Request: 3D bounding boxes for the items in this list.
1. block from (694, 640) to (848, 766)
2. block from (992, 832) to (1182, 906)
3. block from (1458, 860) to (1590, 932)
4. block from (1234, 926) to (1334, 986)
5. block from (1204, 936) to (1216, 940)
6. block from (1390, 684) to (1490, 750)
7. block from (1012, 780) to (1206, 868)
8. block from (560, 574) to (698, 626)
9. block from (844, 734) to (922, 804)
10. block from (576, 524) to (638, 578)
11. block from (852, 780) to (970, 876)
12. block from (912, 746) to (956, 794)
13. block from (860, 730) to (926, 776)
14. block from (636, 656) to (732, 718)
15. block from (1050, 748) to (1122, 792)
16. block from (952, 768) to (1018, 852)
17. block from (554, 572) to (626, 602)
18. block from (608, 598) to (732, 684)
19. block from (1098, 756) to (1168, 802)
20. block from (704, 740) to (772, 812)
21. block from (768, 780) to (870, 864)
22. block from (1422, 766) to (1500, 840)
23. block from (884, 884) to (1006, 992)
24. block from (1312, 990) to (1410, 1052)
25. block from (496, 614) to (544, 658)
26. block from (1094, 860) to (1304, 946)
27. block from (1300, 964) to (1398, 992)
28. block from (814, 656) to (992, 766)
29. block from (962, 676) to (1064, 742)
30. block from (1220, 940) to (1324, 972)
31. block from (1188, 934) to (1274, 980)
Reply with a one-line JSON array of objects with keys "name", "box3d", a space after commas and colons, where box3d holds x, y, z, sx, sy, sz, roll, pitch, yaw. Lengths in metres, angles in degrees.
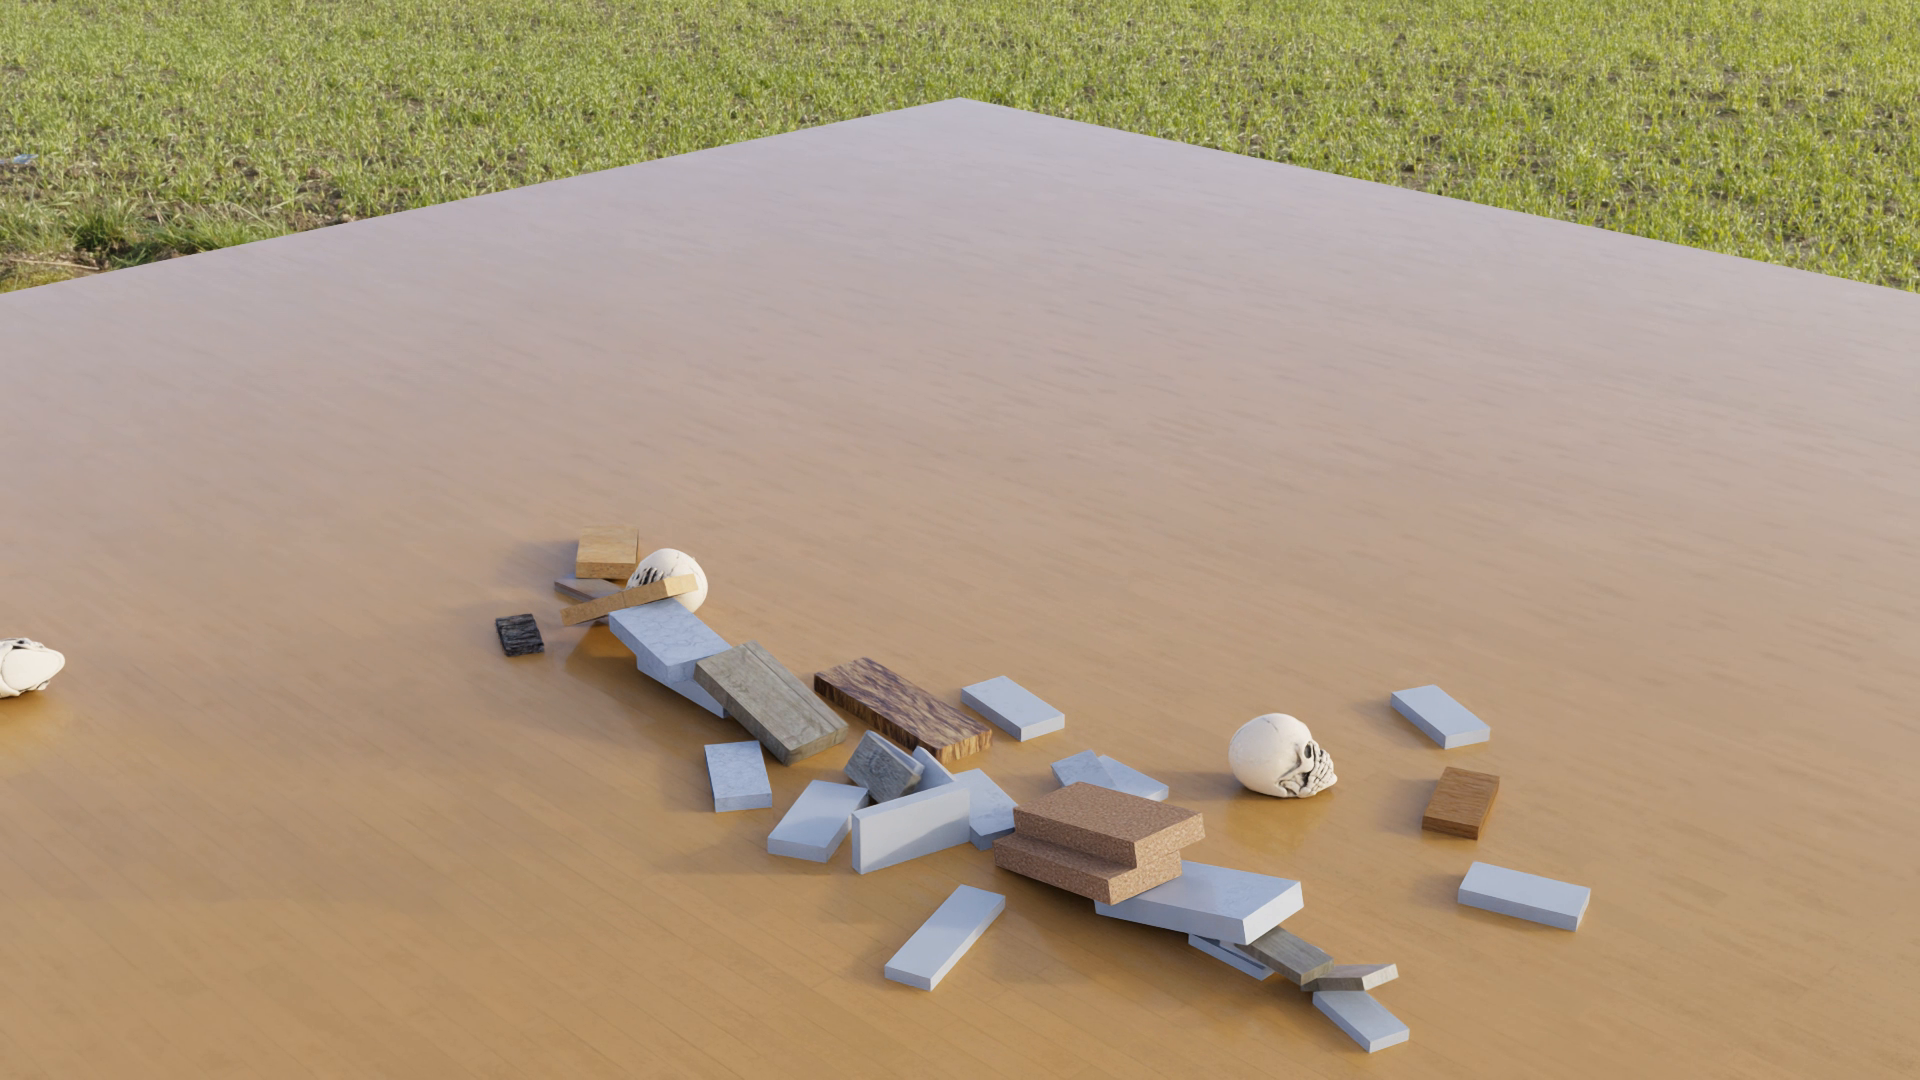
[{"name": "block", "box3d": [-0.411, 0.349, 4.756, 0.163, 0.046, 0.327, -21, 48, -39]}, {"name": "block", "box3d": [0.238, 0.603, 4.175, 0.175, 0.049, 0.349, -17, 15, -34]}, {"name": "block", "box3d": [1.062, 0.670, 4.142, 0.221, 0.031, 0.111, 11, 25, 24]}, {"name": "block", "box3d": [0.572, 0.728, 3.886, 0.082, 0.023, 0.164, -17, 27, -34]}, {"name": "block", "box3d": [0.432, 0.693, 4.048, 0.084, 0.024, 0.167, -21, 17, -40]}, {"name": "block", "box3d": [1.049, 0.385, 4.812, 0.111, 0.031, 0.221, -9, 24, -19]}, {"name": "block", "box3d": [0.281, 0.540, 4.203, 0.175, 0.049, 0.349, -17, 15, -36]}, {"name": "block", "box3d": [-0.780, 0.141, 5.186, 0.292, 0.041, 0.146, -16, -1, 22]}, {"name": "block", "box3d": [-0.160, 0.480, 4.502, 0.026, 0.092, 0.184, 30, 3, -42]}, {"name": "block", "box3d": [-0.897, 0.028, 5.606, 0.146, 0.041, 0.292, 1, 19, -7]}, {"name": "block", "box3d": [-0.095, 0.559, 4.286, 0.245, 0.122, 0.035, -13, 26, -28]}, {"name": "block", "box3d": [-0.062, 0.499, 4.470, 0.026, 0.092, 0.184, 30, 4, -34]}, {"name": "block", "box3d": [-0.154, 0.469, 4.541, 0.026, 0.092, 0.184, 30, -1, -42]}, {"name": "block", "box3d": [-0.564, 0.299, 4.935, 0.163, 0.046, 0.327, -19, 30, -38]}, {"name": "block", "box3d": [0.263, 0.502, 4.497, 0.092, 0.026, 0.184, -19, 32, -11]}, {"name": "block", "box3d": [0.040, 0.542, 4.439, 0.122, 0.035, 0.245, -11, 25, -24]}, {"name": "block", "box3d": [-0.915, 0.122, 5.442, 0.172, 0.024, 0.086, 19, 29, 37]}, {"name": "block", "box3d": [-0.655, 0.226, 4.988, 0.163, 0.046, 0.327, -13, 26, -29]}, {"name": "block", "box3d": [0.331, 0.502, 4.543, 0.092, 0.026, 0.184, -20, 30, -38]}, {"name": "block", "box3d": [-0.462, 0.489, 4.567, 0.115, 0.033, 0.230, -5, 23, -10]}, {"name": "block", "box3d": [-0.281, 0.560, 4.396, 0.122, 0.035, 0.245, 7, 24, 16]}, {"name": "block", "box3d": [1.018, 0.533, 4.465, 0.111, 0.031, 0.221, 10, 25, 21]}, {"name": "block", "box3d": [-0.025, 0.724, 4.021, 0.092, 0.026, 0.304, 11, 25, 24]}, {"name": "block", "box3d": [0.691, 0.821, 3.796, 0.082, 0.023, 0.164, -11, 26, -25]}, {"name": "block", "box3d": [-1.041, 0.225, 5.200, 0.086, 0.024, 0.172, -8, 24, -17]}, {"name": "block", "box3d": [0.434, 0.657, 4.037, 0.349, 0.049, 0.175, 3, 19, 44]}, {"name": "block", "box3d": [0.675, 0.762, 3.831, 0.082, 0.023, 0.164, -12, -3, -34]}, {"name": "block", "box3d": [-0.131, 0.372, 4.831, 0.146, 0.041, 0.455, -17, 28, -35]}, {"name": "block", "box3d": [0.115, 0.370, 4.847, 0.115, 0.033, 0.230, -15, 27, -31]}, {"name": "block", "box3d": [0.558, 0.731, 3.941, 0.167, 0.024, 0.084, 19, 30, 40]}, {"name": "block", "box3d": [0.506, 0.739, 3.989, 0.167, 0.024, 0.084, 21, 31, 41]}]
